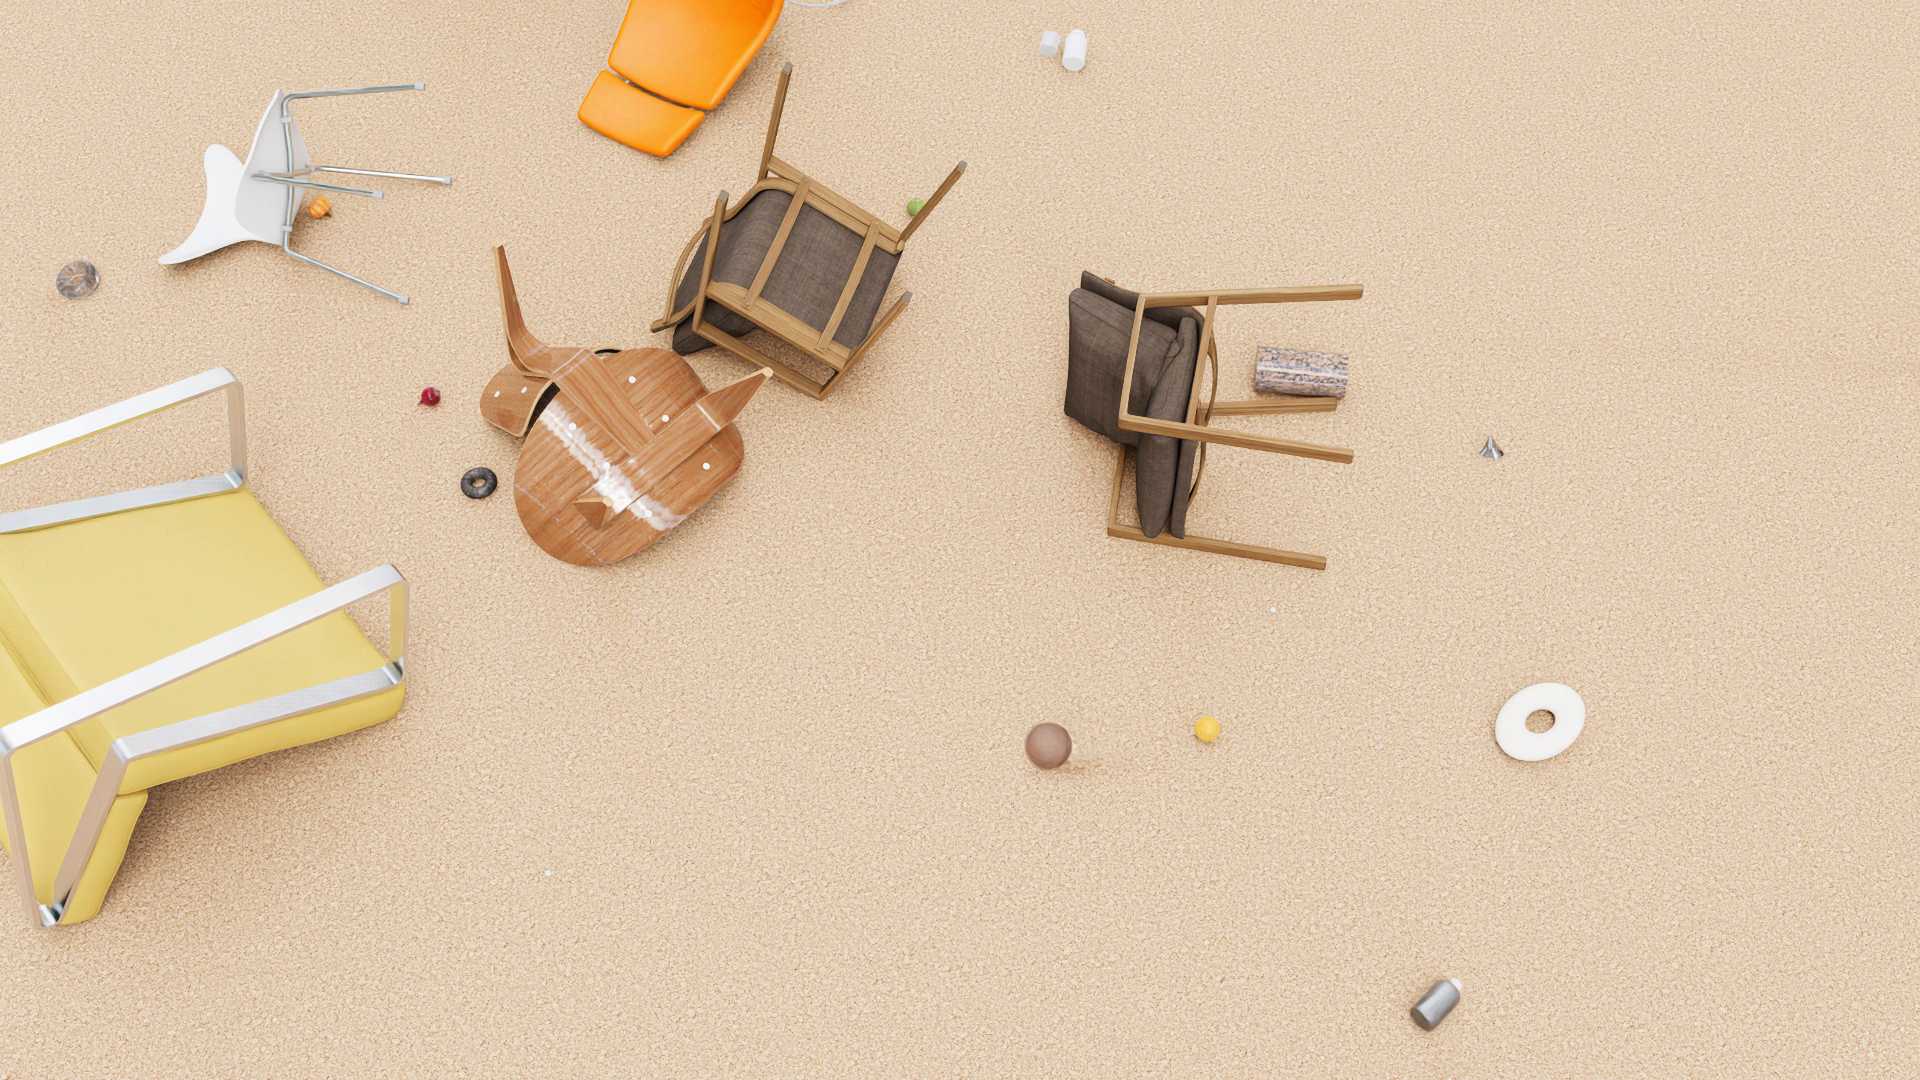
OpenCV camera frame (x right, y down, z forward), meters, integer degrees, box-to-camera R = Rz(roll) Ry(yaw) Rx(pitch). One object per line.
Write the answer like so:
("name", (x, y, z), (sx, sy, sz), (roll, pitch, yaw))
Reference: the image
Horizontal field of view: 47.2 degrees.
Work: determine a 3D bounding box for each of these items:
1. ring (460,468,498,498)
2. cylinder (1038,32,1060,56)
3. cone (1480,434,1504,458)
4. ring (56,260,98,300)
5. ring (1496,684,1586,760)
("ring", (-1.459, -0.173, 6.668), (0.113, 0.038, 0.110), (-34, 62, -19))
("cylinder", (0.314, -1.739, 7.706), (0.065, 0.057, 0.067), (4, 55, 18))
("cone", (1.633, -0.296, 6.761), (0.073, 0.040, 0.091), (5, 44, 5))
("ring", (-2.853, -0.842, 7.110), (0.133, 0.050, 0.150), (5, 57, 5))
("ring", (1.635, 0.511, 6.198), (0.298, 0.056, 0.211), (-35, 62, -21))
